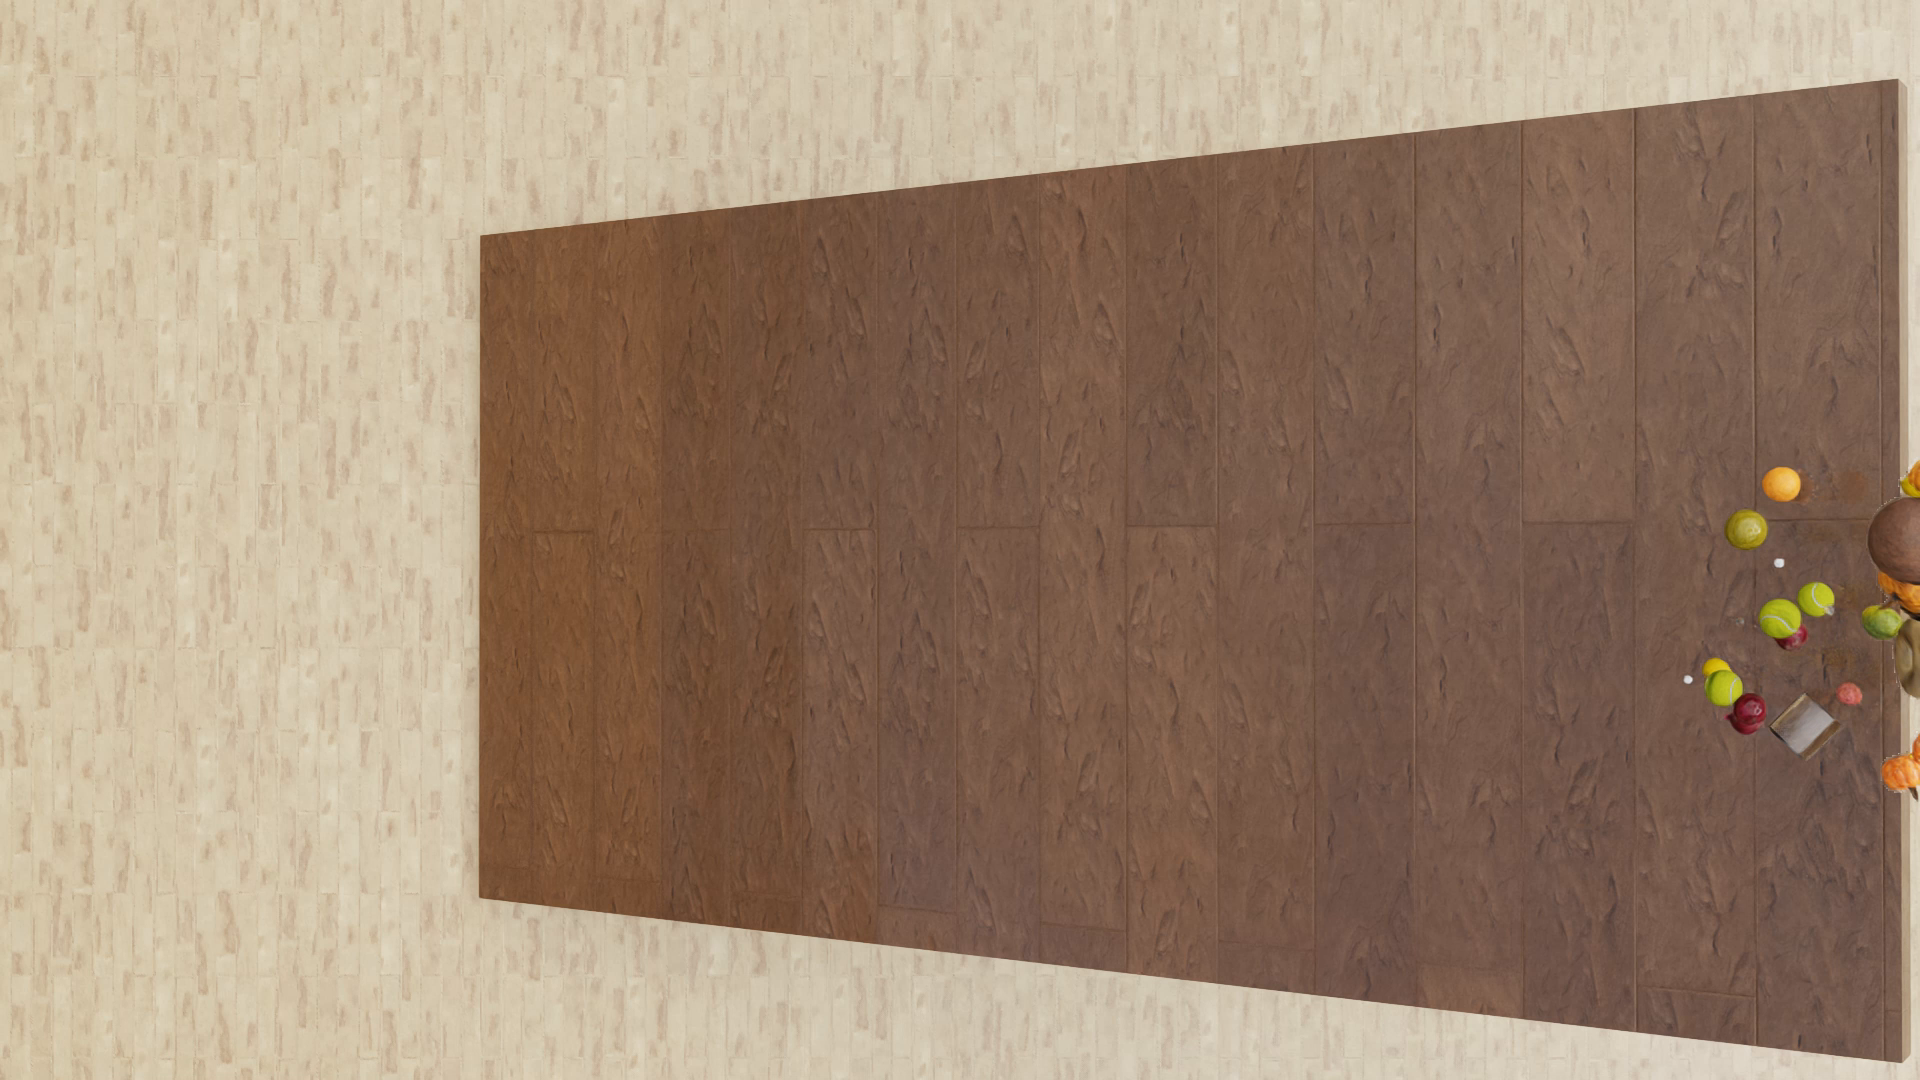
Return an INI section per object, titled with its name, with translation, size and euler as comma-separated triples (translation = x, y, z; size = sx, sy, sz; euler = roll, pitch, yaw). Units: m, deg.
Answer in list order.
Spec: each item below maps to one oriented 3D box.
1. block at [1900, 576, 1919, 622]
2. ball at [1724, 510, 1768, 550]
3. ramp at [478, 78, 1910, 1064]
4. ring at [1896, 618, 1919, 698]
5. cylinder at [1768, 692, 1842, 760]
[block]
translation = 1.642, 0.101, 3.724
size = 0.061, 0.061, 0.061
euler = 27, 76, -37
[ball]
translation = 1.536, -0.020, 4.295
size = 0.080, 0.080, 0.080
euler = 0, 90, 0
[ramp]
translation = 0.257, 0.071, 5.593
size = 4.000, 0.100, 2.000
euler = 0, 89, 33
[ring]
translation = 1.704, 0.210, 3.909
size = 0.048, 0.145, 0.145
euler = -3, 90, 6
[cylinder]
translation = 1.648, 0.364, 4.288
size = 0.096, 0.096, 0.096
euler = 42, 104, 0
